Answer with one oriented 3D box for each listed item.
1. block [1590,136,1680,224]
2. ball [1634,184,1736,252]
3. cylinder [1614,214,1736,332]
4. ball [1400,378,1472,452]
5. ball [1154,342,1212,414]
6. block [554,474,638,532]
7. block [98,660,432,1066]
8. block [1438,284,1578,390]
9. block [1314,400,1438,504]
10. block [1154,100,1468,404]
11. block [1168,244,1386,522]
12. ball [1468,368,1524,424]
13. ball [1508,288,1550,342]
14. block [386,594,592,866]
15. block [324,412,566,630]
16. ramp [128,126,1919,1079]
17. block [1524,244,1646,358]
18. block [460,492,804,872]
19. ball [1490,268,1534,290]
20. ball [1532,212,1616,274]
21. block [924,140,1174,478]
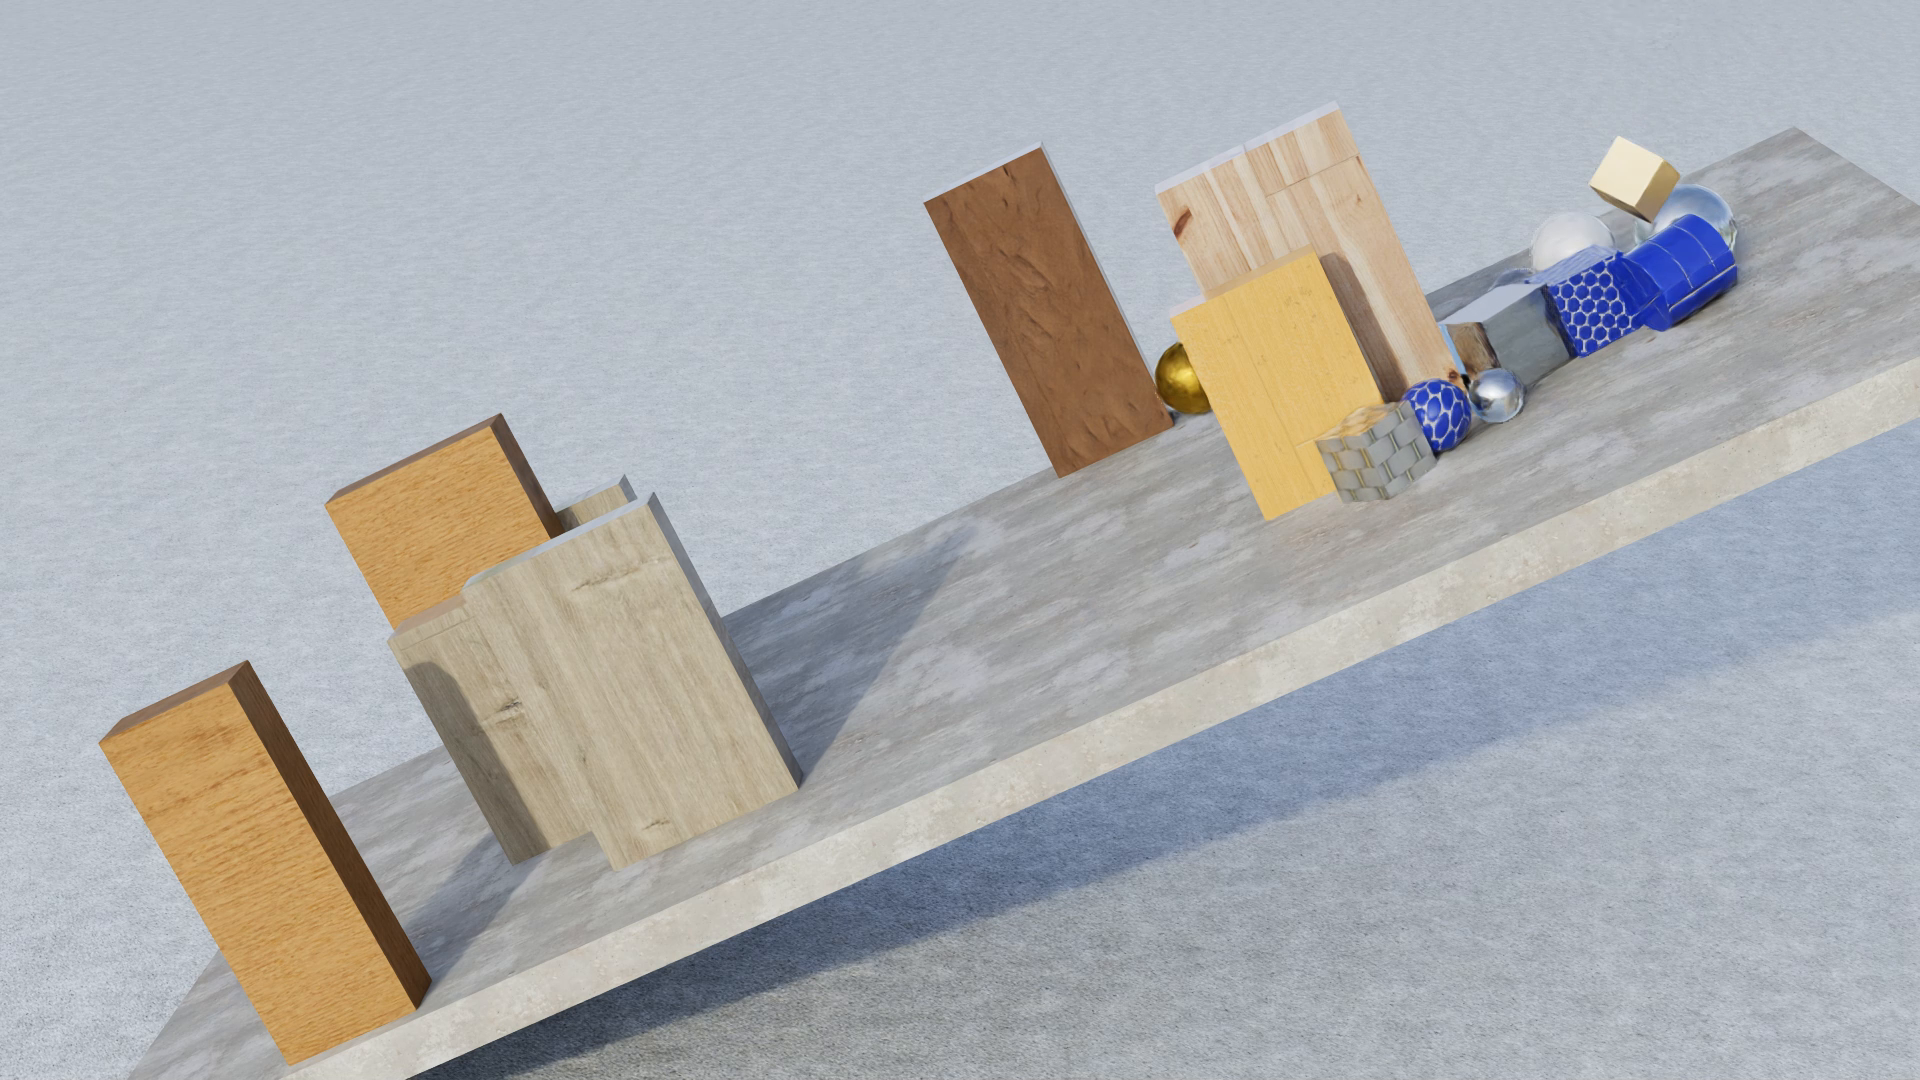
[{"bbox_3d":[1.324,-0.706,5.770,0.109,0.109,0.109,34,6,33],"label":"block"},{"bbox_3d":[1.494,-0.632,6.059,0.205,0.205,0.205,0,16,0],"label":"ball"},{"bbox_3d":[1.425,-0.532,5.865,0.170,0.170,0.170,-33,25,-11],"label":"cylinder"},{"bbox_3d":[0.934,-0.245,5.793,0.146,0.146,0.146,0,16,0],"label":"ball"},{"bbox_3d":[0.552,-0.387,6.971,0.180,0.180,0.180,0,16,0],"label":"ball"},{"bbox_3d":[-0.790,0.129,6.886,0.261,0.502,0.089,-24,13,9],"label":"block"},{"bbox_3d":[-1.306,0.613,5.559,0.279,0.722,0.135,-24,13,9],"label":"block"},{"bbox_3d":[1.117,-0.407,6.006,0.169,0.169,0.169,-31,14,-18],"label":"block"},{"bbox_3d":[0.813,-0.171,5.751,0.142,0.142,0.142,-34,15,-29],"label":"block"},{"bbox_3d":[0.728,-0.514,6.078,0.407,0.662,0.125,-24,13,9],"label":"block"},{"bbox_3d":[0.659,-0.315,5.894,0.313,0.461,0.094,-24,13,9],"label":"block"},{"bbox_3d":[1.055,-0.285,5.791,0.109,0.109,0.109,0,16,0],"label":"ball"},{"bbox_3d":[1.213,-0.475,6.195,0.117,0.117,0.117,0,16,0],"label":"ball"},{"bbox_3d":[-0.857,0.337,6.130,0.440,0.547,0.137,-24,13,9],"label":"block"},{"bbox_3d":[-1.076,0.149,6.777,0.431,0.769,0.132,-24,13,9],"label":"block"},{"bbox_3d":[0.137,0.168,6.281,4.000,0.100,2.000,-24,13,9],"label":"ramp"},{"bbox_3d":[1.284,-0.489,6.015,0.162,0.162,0.162,-27,13,-3],"label":"block"},{"bbox_3d":[-0.634,0.280,5.723,0.408,0.638,0.090,-24,13,9],"label":"block"},{"bbox_3d":[1.206,-0.521,6.355,0.129,0.129,0.129,0,16,0],"label":"ball"},{"bbox_3d":[1.332,-0.621,6.379,0.180,0.180,0.180,0,16,0],"label":"ball"},{"bbox_3d":[0.215,-0.545,7.000,0.305,0.741,0.101,-24,13,9],"label":"block"}]
